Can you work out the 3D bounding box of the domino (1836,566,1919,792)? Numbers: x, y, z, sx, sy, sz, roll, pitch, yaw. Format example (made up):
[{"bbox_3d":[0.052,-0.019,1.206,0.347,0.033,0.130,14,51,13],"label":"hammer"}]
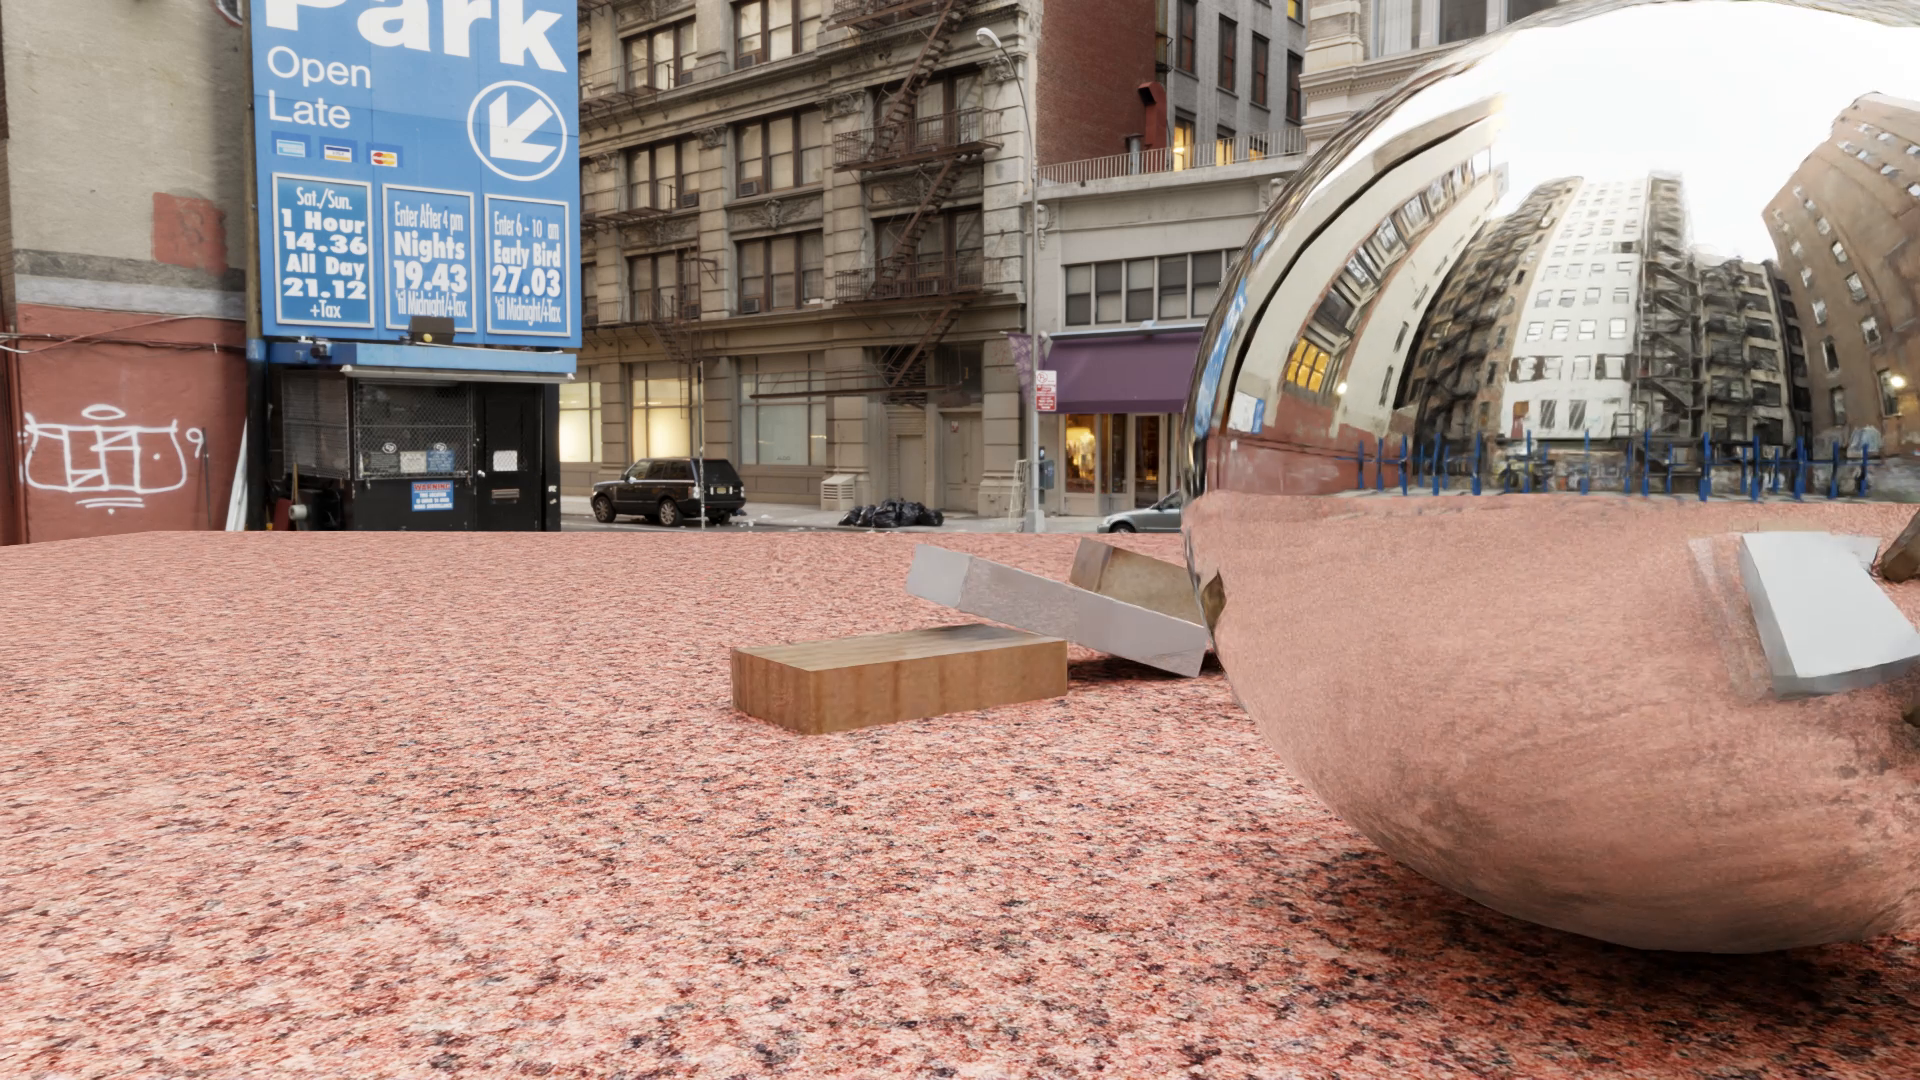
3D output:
[{"bbox_3d":[0.130,0.018,0.163,0.025,0.010,0.050,12,25,37],"label":"domino"}]

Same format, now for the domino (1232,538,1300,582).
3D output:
[{"bbox_3d":[0.082,0.012,0.252,0.050,0.009,0.025,16,2,-9],"label":"domino"}]

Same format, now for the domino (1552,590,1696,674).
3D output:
[{"bbox_3d":[0.126,0.018,0.265,0.025,0.010,0.050,-1,4,-12],"label":"domino"}]

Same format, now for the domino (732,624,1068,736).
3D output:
[{"bbox_3d":[-0.009,0.022,0.212,0.050,0.010,0.025,-3,5,-37],"label":"domino"}]

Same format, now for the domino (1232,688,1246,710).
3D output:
[{"bbox_3d":[0.070,0.014,0.209,0.050,0.025,0.010,0,4,-6],"label":"domino"}]

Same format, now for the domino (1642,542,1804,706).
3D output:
[{"bbox_3d":[0.142,0.014,0.228,0.025,0.009,0.050,1,21,13],"label":"domino"}]

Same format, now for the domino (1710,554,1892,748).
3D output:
[{"bbox_3d":[0.134,0.016,0.196,0.025,0.009,0.050,3,21,19],"label":"domino"}]

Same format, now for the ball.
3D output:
[{"bbox_3d":[0.059,-0.006,0.112,0.080,0.080,0.080,0,4,0],"label":"ball"}]

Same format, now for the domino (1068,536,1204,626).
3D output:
[{"bbox_3d":[0.049,0.012,0.250,0.050,0.010,0.025,17,2,-9],"label":"domino"}]

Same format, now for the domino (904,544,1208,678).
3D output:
[{"bbox_3d":[0.018,0.013,0.235,0.050,0.009,0.025,17,-2,-23],"label":"domino"}]
